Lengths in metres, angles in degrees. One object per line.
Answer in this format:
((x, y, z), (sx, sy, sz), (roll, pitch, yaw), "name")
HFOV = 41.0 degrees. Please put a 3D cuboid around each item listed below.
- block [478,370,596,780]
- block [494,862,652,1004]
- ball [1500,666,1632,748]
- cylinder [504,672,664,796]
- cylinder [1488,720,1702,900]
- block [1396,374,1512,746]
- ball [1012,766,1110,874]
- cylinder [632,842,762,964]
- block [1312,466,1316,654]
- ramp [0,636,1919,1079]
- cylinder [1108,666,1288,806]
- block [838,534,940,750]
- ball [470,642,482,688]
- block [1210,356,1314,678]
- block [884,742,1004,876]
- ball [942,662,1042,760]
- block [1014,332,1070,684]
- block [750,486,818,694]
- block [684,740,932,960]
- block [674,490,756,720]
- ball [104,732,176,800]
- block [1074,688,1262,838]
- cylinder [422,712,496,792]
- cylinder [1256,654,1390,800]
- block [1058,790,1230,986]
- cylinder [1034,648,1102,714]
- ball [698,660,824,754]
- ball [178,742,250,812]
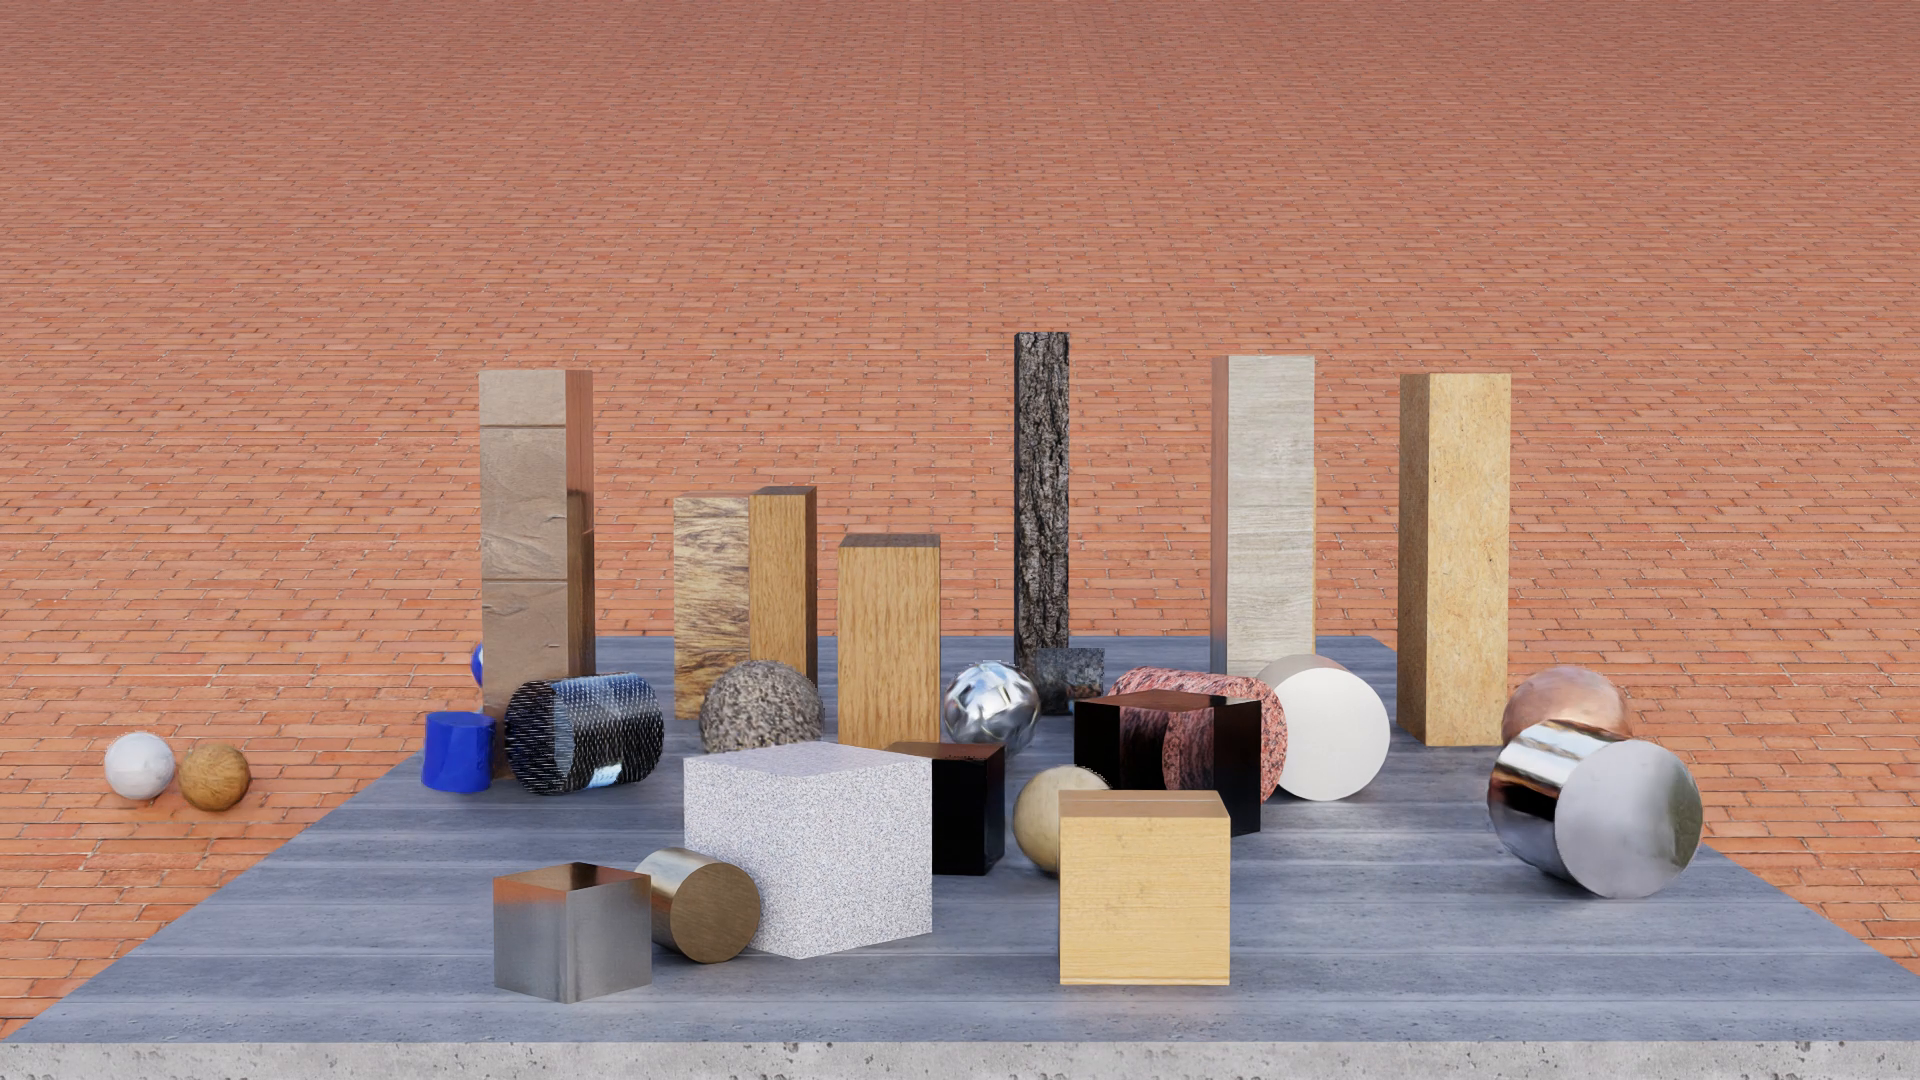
((-0.709, 0.048, 4.331), (0.140, 0.668, 0.316), (0, 4, 0), "block")
((-0.418, 0.422, 2.769), (0.119, 0.119, 0.119), (3, 5, 40), "block")
((0.953, 0.299, 4.034), (0.202, 0.202, 0.202), (0, 20, 0), "ball")
((-0.600, 0.307, 4.099), (0.180, 0.180, 0.180), (19, 15, 42), "cylinder")
((0.818, 0.345, 3.318), (0.202, 0.202, 0.202), (-4, 4, -12), "cylinder")
((0.900, 0.027, 4.700), (0.143, 0.661, 0.305), (0, 4, 0), "block")
((0.140, 0.370, 3.390), (0.143, 0.143, 0.143), (0, 20, 0), "ball")
((-0.304, 0.415, 2.921), (0.114, 0.114, 0.114), (-14, 18, -33), "cylinder")
((0.595, 0.095, 5.002), (0.145, 0.487, 0.357), (0, 4, 0), "block")
((0.046, 0.419, 4.534), (2.000, 0.100, 4.000), (0, 4, 0), "ramp")
((0.355, 0.304, 3.927), (0.207, 0.207, 0.207), (-19, 15, -42), "cylinder")
((-0.099, 0.211, 3.696), (0.140, 0.422, 0.305), (0, 4, 0), "block")
((-1.106, 0.301, 6.195), (0.147, 0.147, 0.147), (0, 20, 0), "ball")
((0.503, 0.038, 4.302), (0.138, 0.690, 0.282), (0, 4, 0), "block")
((-0.028, 0.360, 3.463), (0.153, 0.153, 0.153), (1, 4, 11), "block")
((0.055, 0.293, 4.395), (0.169, 0.169, 0.169), (0, 20, 0), "ball")
((0.168, -0.058, 5.379), (0.100, 0.746, 0.442), (0, 4, 0), "block")
((-0.334, 0.125, 4.902), (0.102, 0.441, 0.395), (0, 4, 0), "block")
((-0.180, 0.361, 3.035), (0.207, 0.207, 0.207), (-4, 5, -44), "block")
((-0.476, 0.121, 5.095), (0.143, 0.426, 0.358), (0, 4, 0), "block")
((-1.863, 0.514, 5.832), (0.155, 0.155, 0.155), (0, 20, 0), "ball")
((0.299, 0.326, 3.700), (0.191, 0.191, 0.191), (3, 5, 43), "block")
((-0.798, 0.337, 4.094), (0.108, 0.108, 0.108), (6, 7, -1), "cylinder")
((0.561, 0.294, 4.073), (0.207, 0.207, 0.207), (0, 4, -1), "cylinder")
((0.202, 0.384, 2.860), (0.182, 0.182, 0.182), (0, 4, 1), "block")
((0.212, 0.276, 4.991), (0.128, 0.128, 0.128), (0, 20, 5), "cylinder")
((-0.321, 0.294, 4.140), (0.200, 0.200, 0.200), (0, 20, 0), "ball")
((-1.677, 0.534, 5.775), (0.156, 0.156, 0.156), (0, 20, 0), "ball")
